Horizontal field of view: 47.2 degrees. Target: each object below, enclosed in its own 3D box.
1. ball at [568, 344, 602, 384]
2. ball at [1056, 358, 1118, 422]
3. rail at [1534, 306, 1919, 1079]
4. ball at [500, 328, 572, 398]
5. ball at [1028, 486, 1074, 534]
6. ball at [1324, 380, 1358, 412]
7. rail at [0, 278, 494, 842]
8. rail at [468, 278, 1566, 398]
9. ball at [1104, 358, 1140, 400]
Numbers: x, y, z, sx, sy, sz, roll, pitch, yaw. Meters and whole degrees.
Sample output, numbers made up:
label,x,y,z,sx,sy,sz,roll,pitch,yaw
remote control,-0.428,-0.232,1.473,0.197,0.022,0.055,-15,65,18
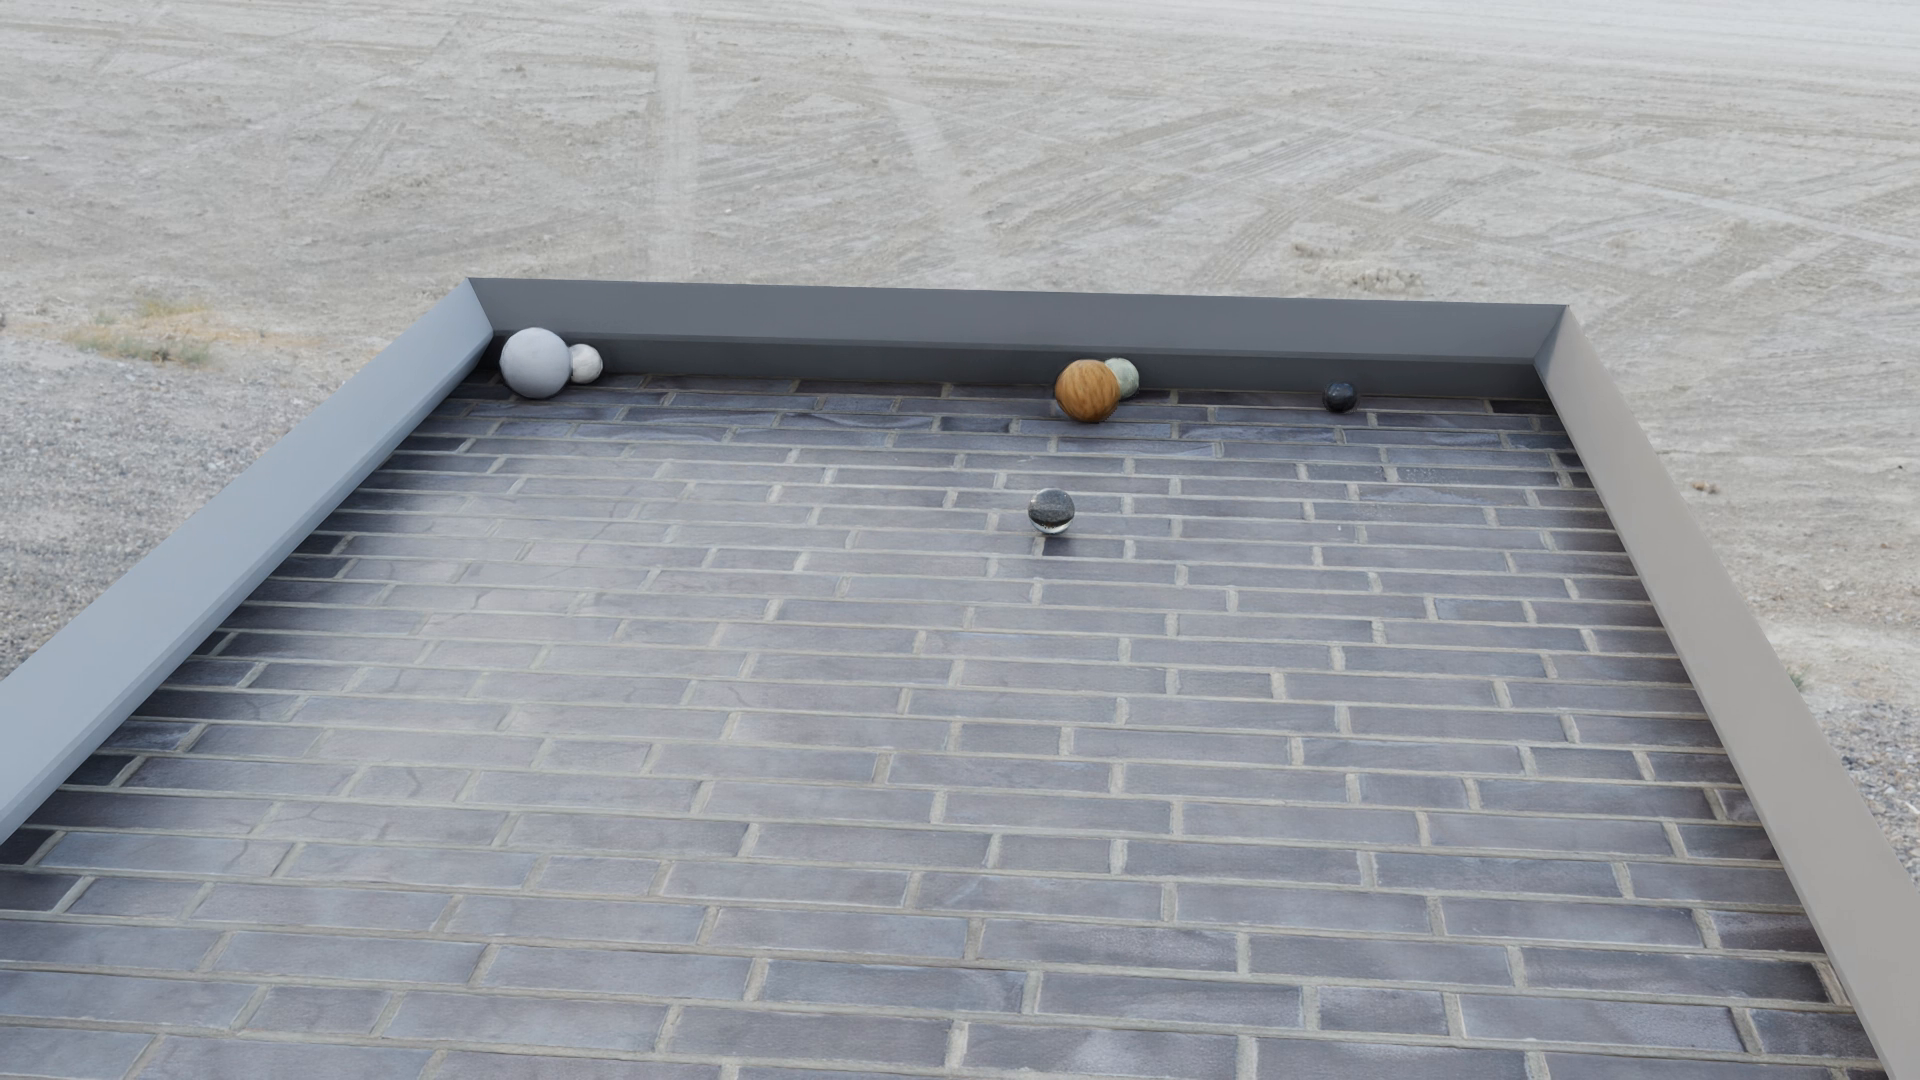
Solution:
label,x,y,z,sx,sy,sz,roll,pitch,yaw
ball,-0.504,-0.235,2.932,0.054,0.054,0.054,0,22,0
ball,0.160,-0.189,2.782,0.080,0.080,0.080,0,22,0
rail,0.641,0.234,1.664,0.045,0.126,2.589,2,22,5
ball,-0.554,-0.231,2.871,0.092,0.092,0.092,0,22,0
ball,0.101,-0.032,2.430,0.052,0.052,0.052,0,22,0
ball,0.489,-0.184,2.821,0.041,0.041,0.041,0,22,0
rail,-0.761,0.185,1.785,0.045,0.126,2.589,2,22,5
rail,0.058,-0.261,2.899,1.456,0.126,0.045,2,22,5
ball,0.206,-0.209,2.865,0.056,0.056,0.056,0,22,0
